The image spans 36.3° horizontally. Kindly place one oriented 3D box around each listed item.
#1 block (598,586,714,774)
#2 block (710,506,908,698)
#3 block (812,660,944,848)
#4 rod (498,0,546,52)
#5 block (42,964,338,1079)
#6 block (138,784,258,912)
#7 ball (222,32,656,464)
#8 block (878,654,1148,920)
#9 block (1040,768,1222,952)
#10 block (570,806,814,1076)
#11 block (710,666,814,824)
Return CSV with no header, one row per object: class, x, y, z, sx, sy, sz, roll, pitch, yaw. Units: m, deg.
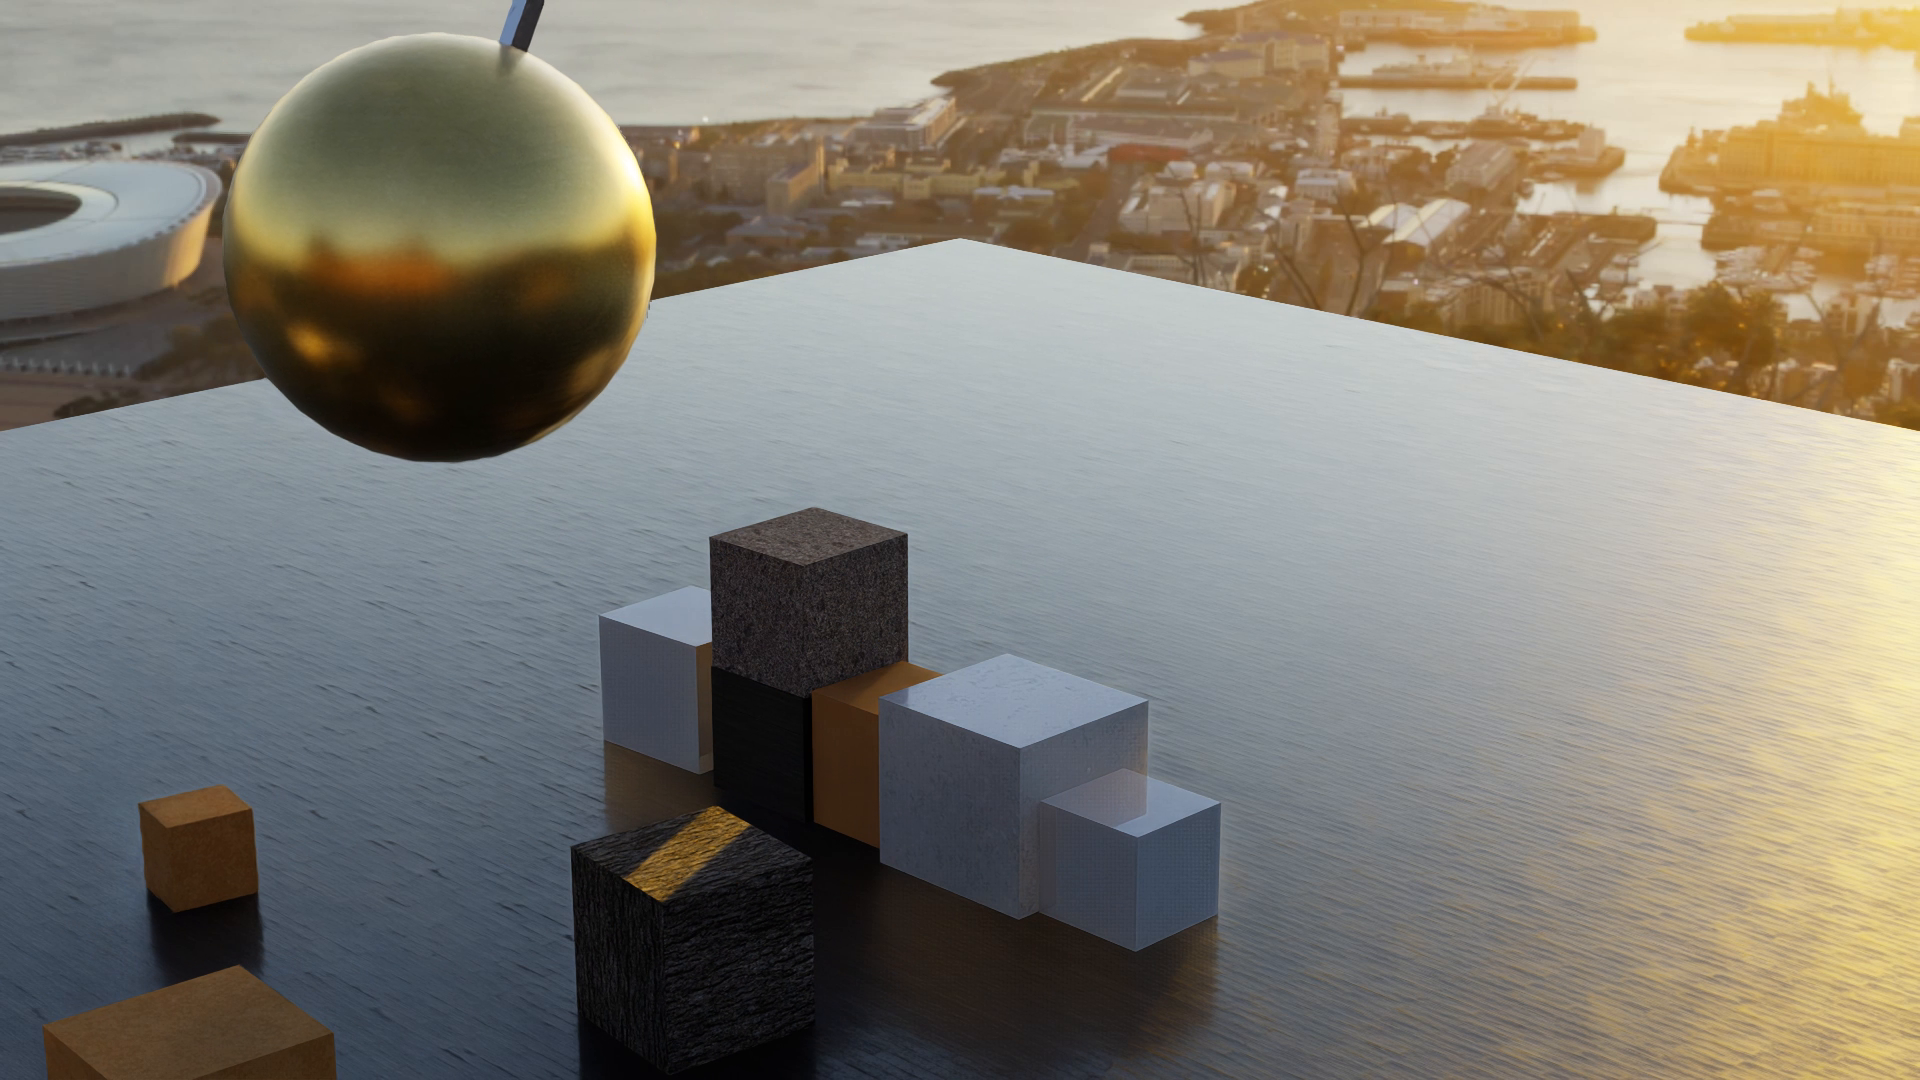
block,-1.351,0.704,14.977,0.719,0.677,0.643,15,23,40
block,-0.729,0.291,14.224,0.654,0.658,0.696,16,23,41
block,-0.292,1.027,13.961,0.562,0.668,0.597,17,24,42
rod,-0.840,-4.302,11.109,0.080,5.200,0.080,17,-3,42
block,-2.743,2.081,10.522,0.764,0.721,0.719,-14,22,-38
block,-3.438,1.389,13.245,0.398,0.407,0.353,-12,21,-33
ball,-1.939,-1.088,10.968,1.600,1.600,1.600,0,17,0
block,0.243,1.110,13.454,0.894,0.814,0.842,17,24,42
block,0.750,1.406,12.977,0.550,0.535,0.574,-17,24,-42
block,-1.088,1.617,11.960,0.705,0.743,0.702,-13,22,-36
block,-0.742,0.914,14.389,0.664,0.629,0.672,17,24,42
